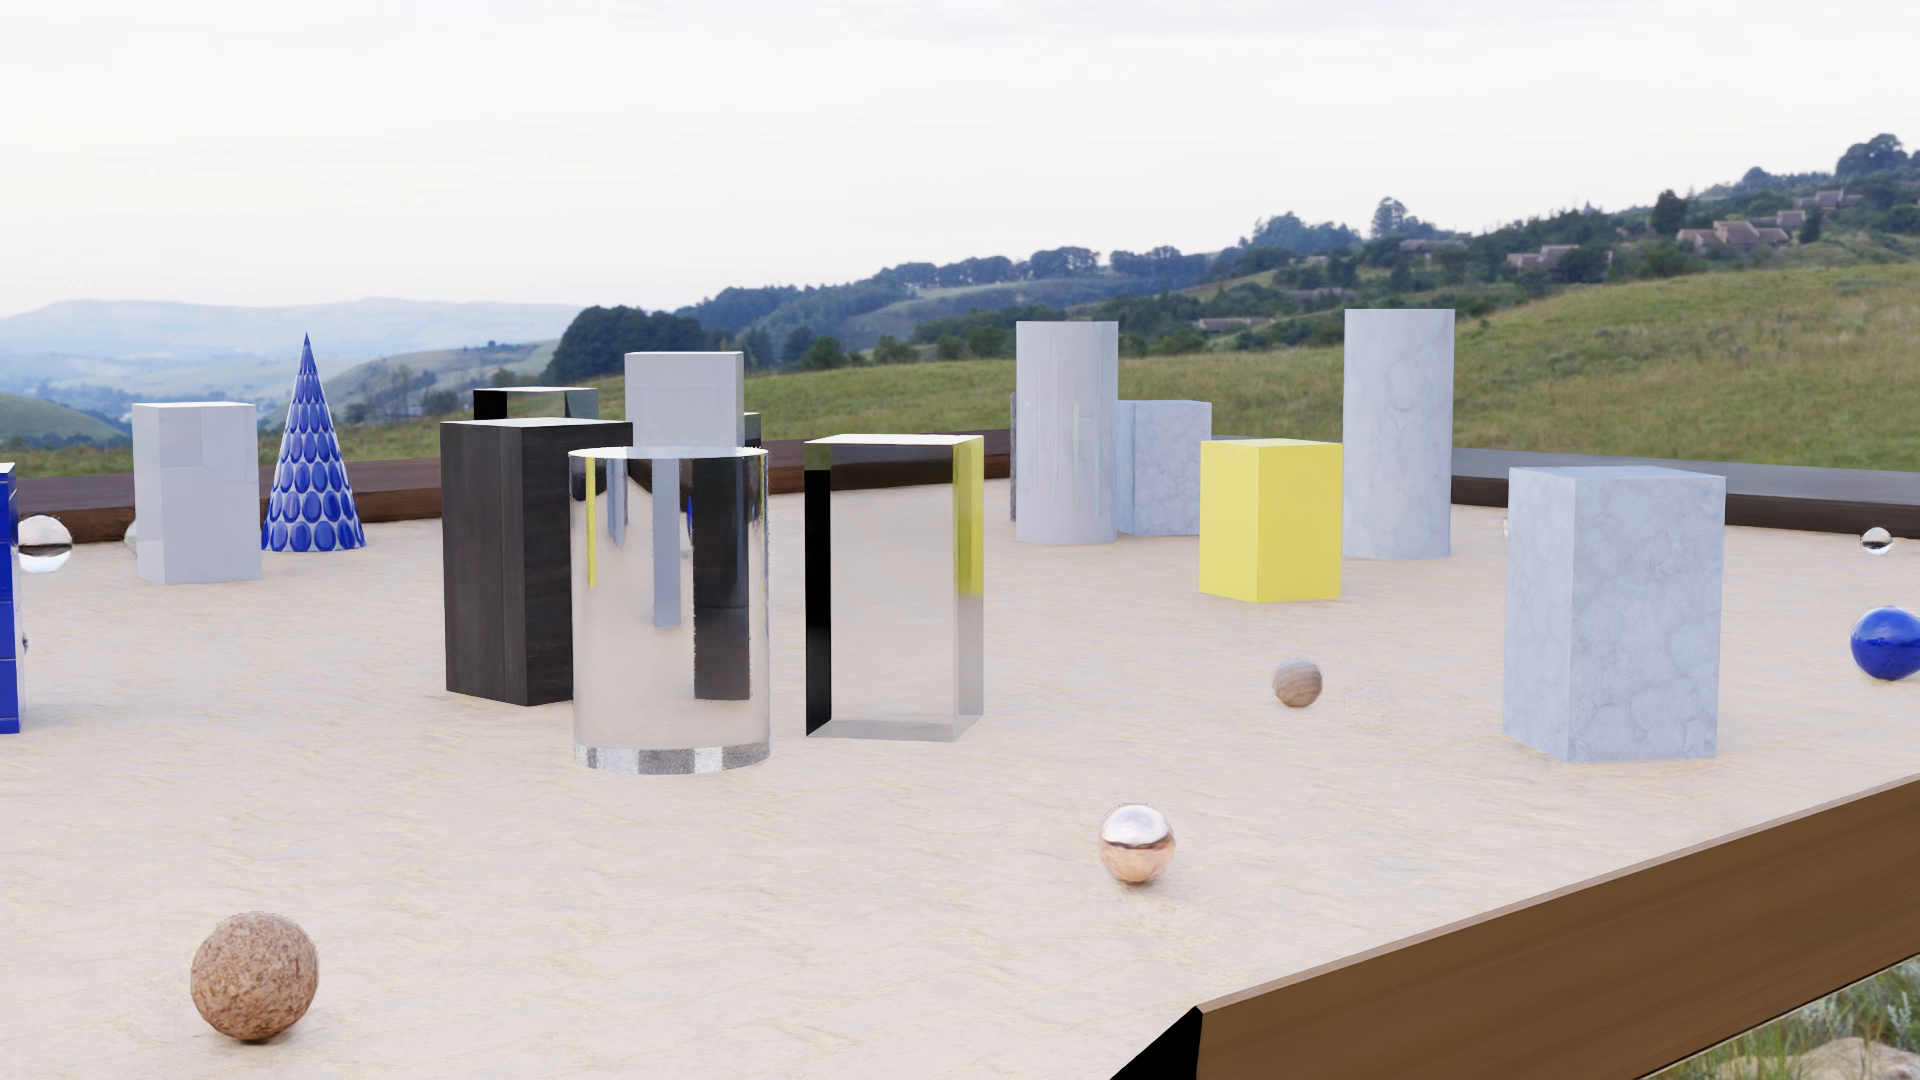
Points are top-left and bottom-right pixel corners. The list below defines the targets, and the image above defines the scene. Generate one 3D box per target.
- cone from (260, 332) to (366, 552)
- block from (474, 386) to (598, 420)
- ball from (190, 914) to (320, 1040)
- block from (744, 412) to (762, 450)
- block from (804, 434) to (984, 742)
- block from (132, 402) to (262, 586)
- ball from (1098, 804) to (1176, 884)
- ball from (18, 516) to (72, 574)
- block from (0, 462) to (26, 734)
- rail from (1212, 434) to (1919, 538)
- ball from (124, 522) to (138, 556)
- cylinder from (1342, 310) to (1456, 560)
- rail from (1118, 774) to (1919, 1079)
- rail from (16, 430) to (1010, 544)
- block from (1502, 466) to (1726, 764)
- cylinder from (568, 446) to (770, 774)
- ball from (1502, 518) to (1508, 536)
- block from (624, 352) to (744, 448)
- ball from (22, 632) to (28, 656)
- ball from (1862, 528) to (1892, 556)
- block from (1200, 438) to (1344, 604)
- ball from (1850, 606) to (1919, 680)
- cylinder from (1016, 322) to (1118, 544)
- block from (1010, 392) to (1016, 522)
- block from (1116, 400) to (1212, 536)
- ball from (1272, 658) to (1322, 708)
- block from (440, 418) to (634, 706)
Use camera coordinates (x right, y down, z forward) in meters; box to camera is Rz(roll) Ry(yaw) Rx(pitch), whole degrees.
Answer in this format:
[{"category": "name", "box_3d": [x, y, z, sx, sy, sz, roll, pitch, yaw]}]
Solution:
[{"category": "cone", "box_3d": [-1.223, -0.190, 4.137, 0.197, 0.407, 0.197, 0, 6, 0]}, {"category": "block", "box_3d": [-0.769, -0.123, 4.003, 0.158, 0.302, 0.158, 4, 7, 31]}, {"category": "ball", "box_3d": [-0.433, 0.268, 1.349, 0.076, 0.076, 0.076, 0, 6, 0]}, {"category": "block", "box_3d": [-0.503, -0.132, 4.393, 0.158, 0.239, 0.158, 2, 6, 21]}, {"category": "block", "box_3d": [-0.068, 0.046, 2.348, 0.158, 0.309, 0.158, 1, 6, 12]}, {"category": "block", "box_3d": [-1.271, -0.081, 3.661, 0.158, 0.289, 0.158, -4, 7, -35]}, {"category": "ball", "box_3d": [0.138, 0.237, 1.715, 0.061, 0.061, 0.061, 0, 6, 0]}, {"category": "ball", "box_3d": [-1.557, 0.008, 3.727, 0.098, 0.098, 0.098, 0, 6, 0]}, {"category": "block", "box_3d": [-1.095, 0.062, 2.354, 0.158, 0.276, 0.158, -2, 6, -20]}, {"category": "rail", "box_3d": [1.471, -0.108, 4.682, 0.045, 0.128, 3.587, -5, 8, -42]}, {"category": "ball", "box_3d": [-1.471, -0.003, 3.971, 0.070, 0.070, 0.070, 0, 6, 0]}, {"category": "cylinder", "box_3d": [0.799, -0.197, 4.016, 0.197, 0.446, 0.197, 0, 6, 0]}, {"category": "rail", "box_3d": [1.200, 0.168, 2.038, 4.052, 0.128, 0.045, -5, 8, -42]}, {"category": "rail", "box_3d": [-1.200, -0.102, 4.625, 4.052, 0.128, 0.045, -5, 8, -42]}, {"category": "block", "box_3d": [0.664, 0.071, 2.245, 0.158, 0.281, 0.158, -1, 6, -9]}, {"category": "cylinder", "box_3d": [-0.289, 0.064, 2.197, 0.197, 0.305, 0.197, 0, 6, 0]}, {"category": "ball", "box_3d": [1.081, -0.024, 4.293, 0.044, 0.044, 0.044, 0, 6, 0]}, {"category": "block", "box_3d": [-0.401, -0.084, 3.237, 0.158, 0.382, 0.158, 0, 6, -1]}, {"category": "ball", "box_3d": [-1.205, 0.133, 2.788, 0.045, 0.045, 0.045, 0, 6, 0]}, {"category": "ball", "box_3d": [1.672, 0.003, 4.007, 0.051, 0.051, 0.051, 0, 6, 0]}, {"category": "block", "box_3d": [0.486, -0.033, 3.446, 0.158, 0.239, 0.158, -3, 7, -27]}, {"category": "ball", "box_3d": [1.121, 0.125, 2.651, 0.090, 0.090, 0.090, 0, 6, 0]}, {"category": "cylinder", "box_3d": [0.207, -0.212, 4.274, 0.197, 0.423, 0.197, 0, 6, 0]}, {"category": "block", "box_3d": [0.218, -0.177, 4.657, 0.158, 0.273, 0.158, 5, 8, 41]}, {"category": "block", "box_3d": [0.406, -0.148, 4.440, 0.158, 0.261, 0.158, -1, 6, -12]}, {"category": "ball", "box_3d": [0.379, 0.161, 2.469, 0.056, 0.056, 0.056, 0, 6, 0]}, {"category": "block", "box_3d": [-0.492, 0.020, 2.570, 0.158, 0.315, 0.158, 5, 8, 42]}]
